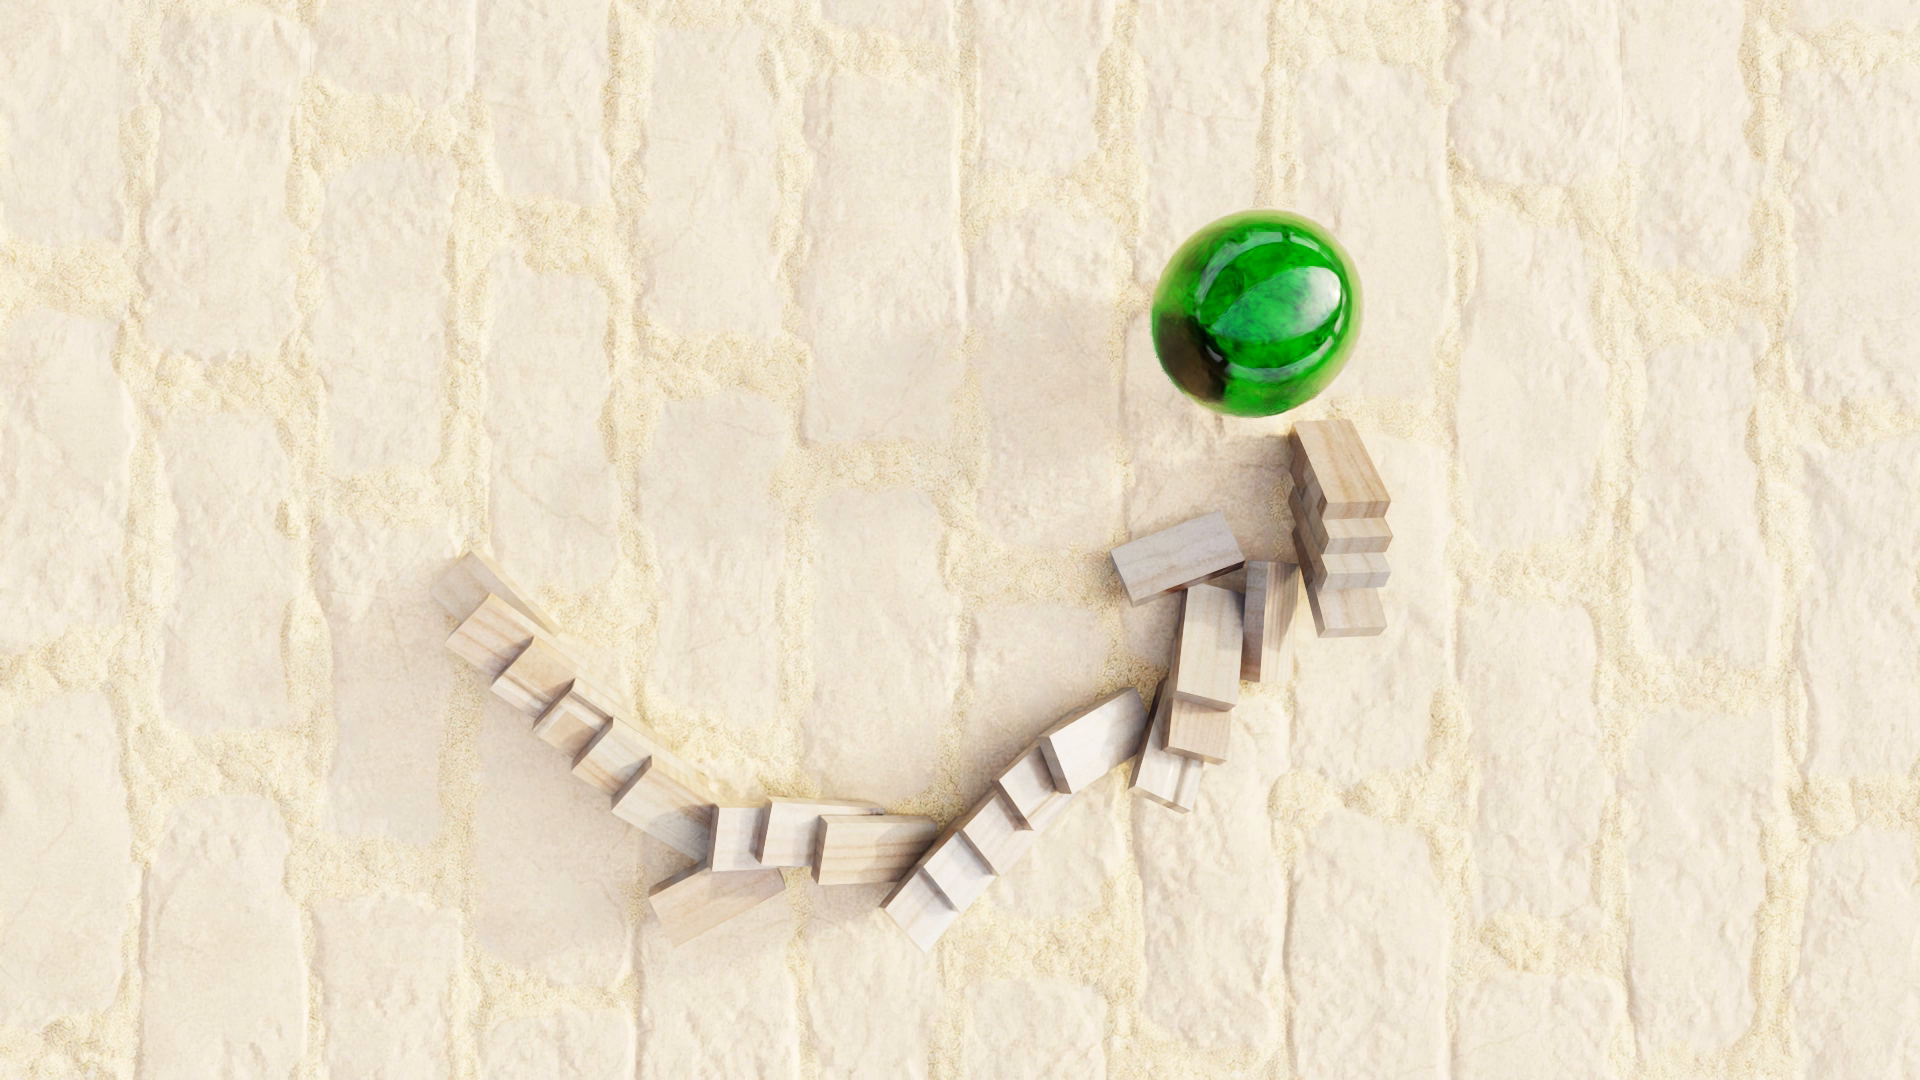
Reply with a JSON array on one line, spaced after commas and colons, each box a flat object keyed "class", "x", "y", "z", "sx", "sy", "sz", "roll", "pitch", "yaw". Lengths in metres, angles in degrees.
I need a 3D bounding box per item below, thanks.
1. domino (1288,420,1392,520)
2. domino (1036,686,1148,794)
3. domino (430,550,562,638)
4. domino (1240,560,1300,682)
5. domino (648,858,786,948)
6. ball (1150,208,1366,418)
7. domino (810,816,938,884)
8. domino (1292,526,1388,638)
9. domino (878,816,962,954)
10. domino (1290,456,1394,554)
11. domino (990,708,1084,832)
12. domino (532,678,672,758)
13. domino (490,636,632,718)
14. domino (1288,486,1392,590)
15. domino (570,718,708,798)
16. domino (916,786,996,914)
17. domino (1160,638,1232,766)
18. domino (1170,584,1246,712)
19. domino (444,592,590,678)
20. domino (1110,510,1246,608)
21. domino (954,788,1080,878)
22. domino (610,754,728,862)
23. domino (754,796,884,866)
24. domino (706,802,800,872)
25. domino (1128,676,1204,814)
[{"class": "domino", "x": 0.156, "y": -0.030, "z": 0.379, "sx": 0.025, "sy": 0.010, "sz": 0.050, "roll": -2, "pitch": 47, "yaw": 0}, {"class": "domino", "x": 0.058, "y": 0.083, "z": 0.383, "sx": 0.050, "sy": 0.010, "sz": 0.025, "roll": -22, "pitch": 90, "yaw": -32}, {"class": "domino", "x": -0.200, "y": 0.031, "z": 0.395, "sx": 0.025, "sy": 0.009, "sz": 0.050, "roll": -45, "pitch": 90, "yaw": 0}, {"class": "domino", "x": 0.131, "y": 0.034, "z": 0.388, "sx": 0.025, "sy": 0.010, "sz": 0.050, "roll": 4, "pitch": 90, "yaw": -40}, {"class": "domino", "x": -0.102, "y": 0.147, "z": 0.387, "sx": 0.050, "sy": 0.009, "sz": 0.025, "roll": -25, "pitch": 102, "yaw": -13}, {"class": "ball", "x": 0.116, "y": -0.088, "z": 0.360, "sx": 0.080, "sy": 0.080, "sz": 0.080, "roll": 0, "pitch": 90, "yaw": 0}, {"class": "domino", "x": -0.035, "y": 0.129, "z": 0.384, "sx": 0.050, "sy": 0.010, "sz": 0.025, "roll": 9, "pitch": 90, "yaw": -28}, {"class": "domino", "x": 0.158, "y": 0.016, "z": 0.384, "sx": 0.025, "sy": 0.009, "sz": 0.050, "roll": -2, "pitch": 60, "yaw": 0}, {"class": "domino", "x": -0.007, "y": 0.143, "z": 0.384, "sx": 0.025, "sy": 0.009, "sz": 0.050, "roll": 49, "pitch": 63, "yaw": -5}, {"class": "domino", "x": 0.157, "y": -0.016, "z": 0.379, "sx": 0.025, "sy": 0.009, "sz": 0.050, "roll": -2, "pitch": 47, "yaw": 0}, {"class": "domino", "x": 0.039, "y": 0.095, "z": 0.385, "sx": 0.050, "sy": 0.009, "sz": 0.025, "roll": -35, "pitch": 90, "yaw": -27}, {"class": "domino", "x": -0.150, "y": 0.083, "z": 0.386, "sx": 0.025, "sy": 0.009, "sz": 0.050, "roll": -46, "pitch": 114, "yaw": 0}, {"class": "domino", "x": -0.167, "y": 0.066, "z": 0.385, "sx": 0.025, "sy": 0.009, "sz": 0.050, "roll": -46, "pitch": 115, "yaw": 0}, {"class": "domino", "x": 0.156, "y": -0.002, "z": 0.379, "sx": 0.025, "sy": 0.010, "sz": 0.050, "roll": -2, "pitch": 47, "yaw": 0}, {"class": "domino", "x": -0.134, "y": 0.099, "z": 0.385, "sx": 0.025, "sy": 0.010, "sz": 0.050, "roll": -47, "pitch": 115, "yaw": 0}, {"class": "domino", "x": 0.008, "y": 0.128, "z": 0.384, "sx": 0.050, "sy": 0.010, "sz": 0.025, "roll": -40, "pitch": 93, "yaw": -27}, {"class": "domino", "x": 0.100, "y": 0.066, "z": 0.384, "sx": 0.025, "sy": 0.009, "sz": 0.050, "roll": 14, "pitch": 63, "yaw": -2}, {"class": "domino", "x": 0.104, "y": 0.044, "z": 0.384, "sx": 0.025, "sy": 0.010, "sz": 0.050, "roll": 14, "pitch": 63, "yaw": 0}, {"class": "domino", "x": -0.185, "y": 0.048, "z": 0.384, "sx": 0.025, "sy": 0.009, "sz": 0.050, "roll": -45, "pitch": 115, "yaw": 0}, {"class": "domino", "x": 0.092, "y": 0.008, "z": 0.391, "sx": 0.050, "sy": 0.009, "sz": 0.025, "roll": -20, "pitch": 66, "yaw": 0}, {"class": "domino", "x": 0.024, "y": 0.113, "z": 0.384, "sx": 0.050, "sy": 0.009, "sz": 0.025, "roll": -39, "pitch": 92, "yaw": -27}, {"class": "domino", "x": -0.117, "y": 0.114, "z": 0.385, "sx": 0.050, "sy": 0.009, "sz": 0.025, "roll": 42, "pitch": 90, "yaw": -25}, {"class": "domino", "x": -0.058, "y": 0.122, "z": 0.383, "sx": 0.050, "sy": 0.010, "sz": 0.025, "roll": 12, "pitch": 85, "yaw": -28}, {"class": "domino", "x": -0.078, "y": 0.123, "z": 0.383, "sx": 0.050, "sy": 0.010, "sz": 0.025, "roll": 8, "pitch": 86, "yaw": -28}, {"class": "domino", "x": 0.090, "y": 0.086, "z": 0.384, "sx": 0.025, "sy": 0.010, "sz": 0.050, "roll": 24, "pitch": 62, "yaw": -1}]
